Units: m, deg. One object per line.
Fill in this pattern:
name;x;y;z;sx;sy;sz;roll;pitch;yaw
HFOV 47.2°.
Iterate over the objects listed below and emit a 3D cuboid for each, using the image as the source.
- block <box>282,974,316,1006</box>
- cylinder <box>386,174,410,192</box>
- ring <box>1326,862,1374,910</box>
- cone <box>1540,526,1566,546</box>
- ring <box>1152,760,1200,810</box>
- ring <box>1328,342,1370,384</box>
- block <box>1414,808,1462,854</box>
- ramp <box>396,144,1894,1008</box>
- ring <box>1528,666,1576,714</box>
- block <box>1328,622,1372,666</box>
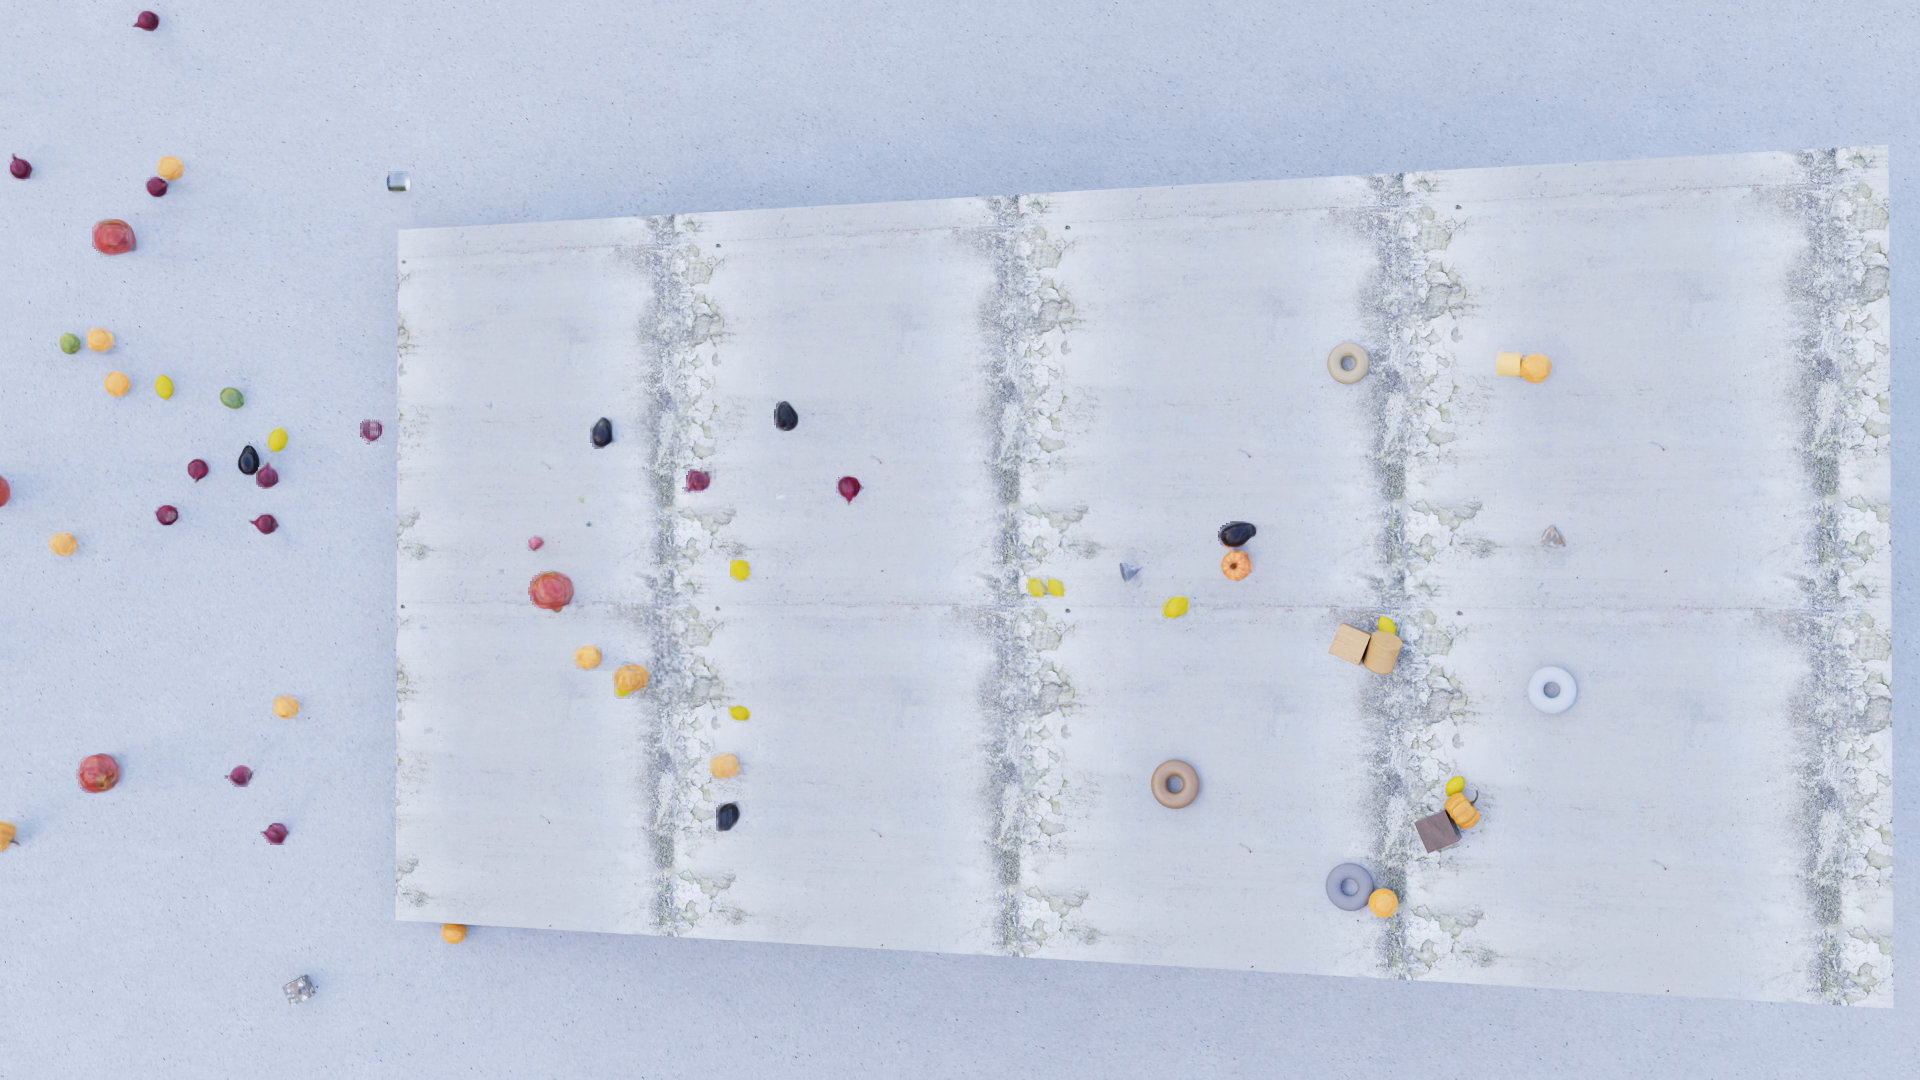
block;-1.930;1.315;6.422;0.063;0.063;0.063;-25;89;0
cylinder;-1.650;-1.050;6.459;0.054;0.054;0.054;1;89;0
ring;0.968;0.862;5.463;0.120;0.040;0.120;0;90;18
cone;1.445;0.003;5.321;0.058;0.058;0.058;27;89;-10
ring;0.548;0.623;5.607;0.127;0.042;0.127;-2;85;20
ring;0.968;-0.441;5.484;0.105;0.035;0.105;0;90;18
block;1.169;0.709;5.375;0.081;0.081;0.081;-26;81;17
ramp;0.278;0.092;5.781;4.000;0.100;2.000;0;89;19
ring;1.431;0.362;5.314;0.116;0.039;0.116;0;90;18
block;0.970;0.257;5.449;0.080;0.080;0.080;24;97;18
